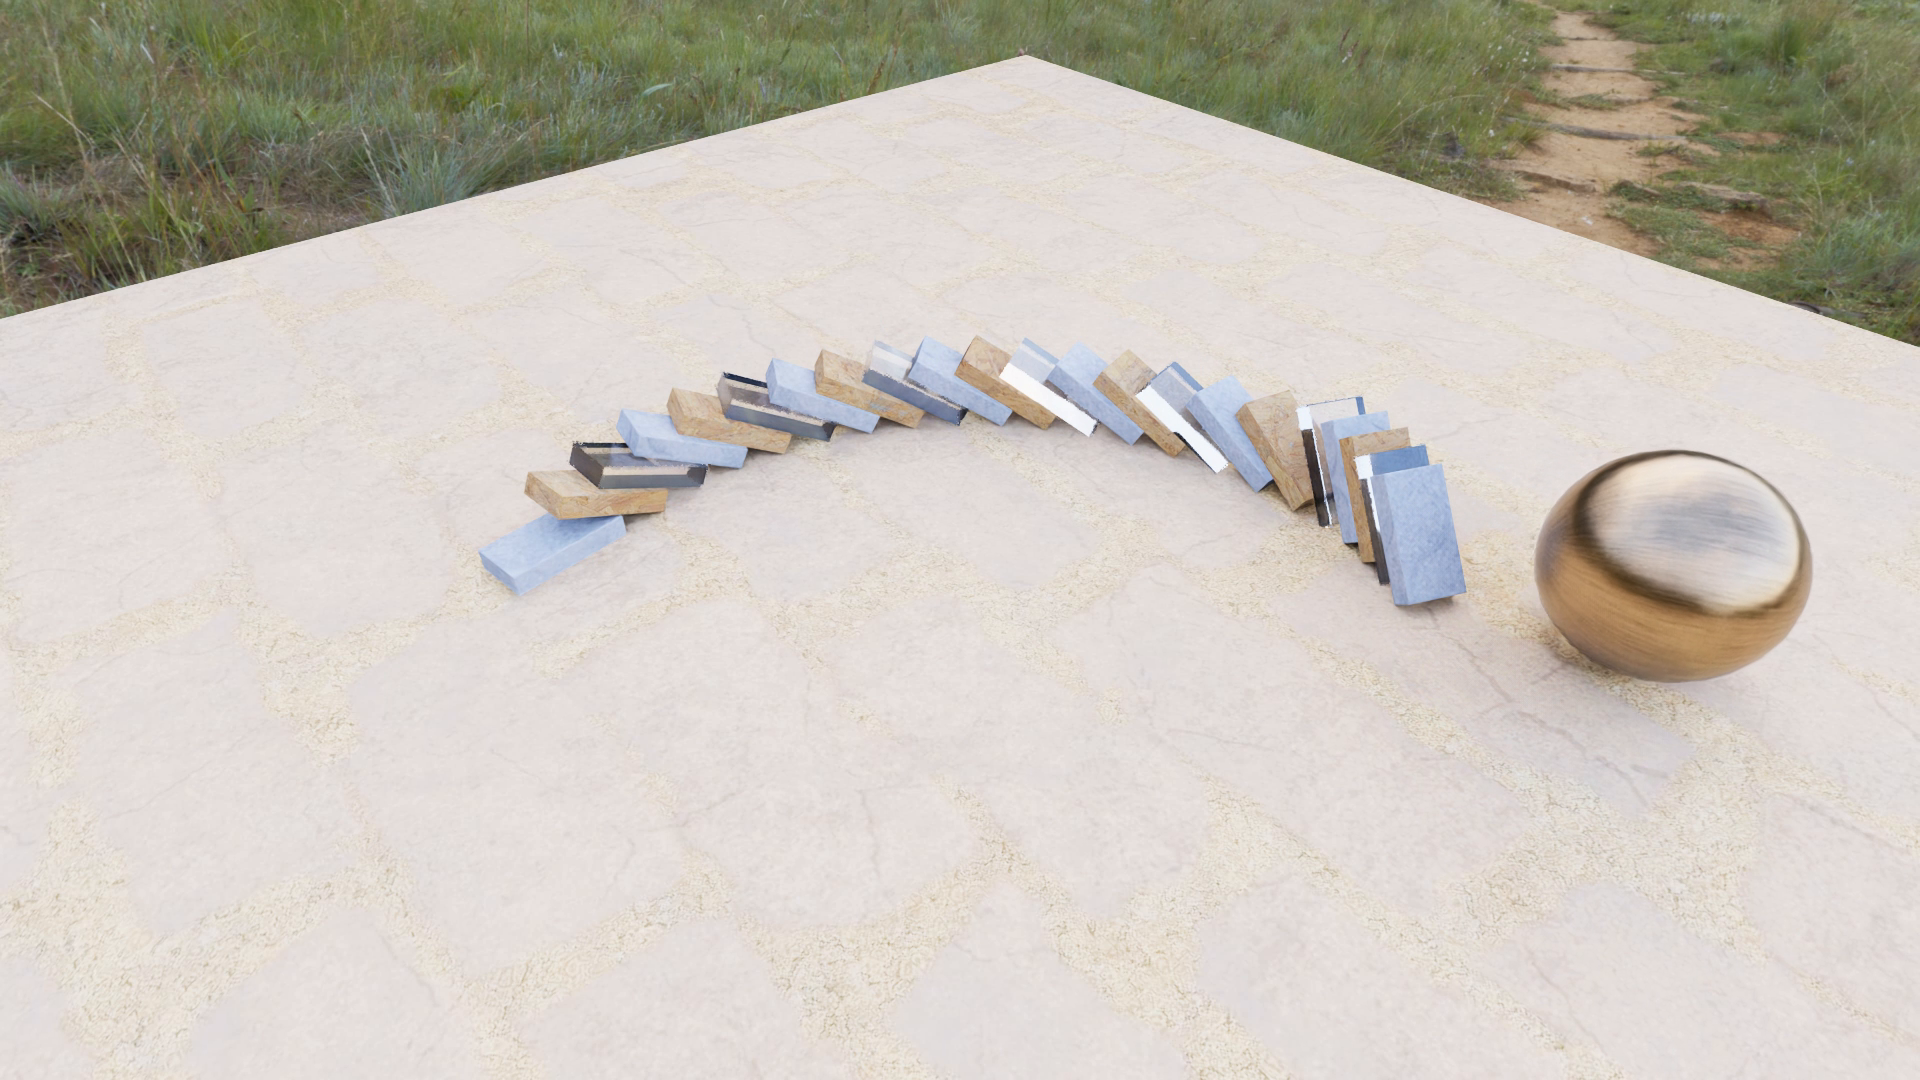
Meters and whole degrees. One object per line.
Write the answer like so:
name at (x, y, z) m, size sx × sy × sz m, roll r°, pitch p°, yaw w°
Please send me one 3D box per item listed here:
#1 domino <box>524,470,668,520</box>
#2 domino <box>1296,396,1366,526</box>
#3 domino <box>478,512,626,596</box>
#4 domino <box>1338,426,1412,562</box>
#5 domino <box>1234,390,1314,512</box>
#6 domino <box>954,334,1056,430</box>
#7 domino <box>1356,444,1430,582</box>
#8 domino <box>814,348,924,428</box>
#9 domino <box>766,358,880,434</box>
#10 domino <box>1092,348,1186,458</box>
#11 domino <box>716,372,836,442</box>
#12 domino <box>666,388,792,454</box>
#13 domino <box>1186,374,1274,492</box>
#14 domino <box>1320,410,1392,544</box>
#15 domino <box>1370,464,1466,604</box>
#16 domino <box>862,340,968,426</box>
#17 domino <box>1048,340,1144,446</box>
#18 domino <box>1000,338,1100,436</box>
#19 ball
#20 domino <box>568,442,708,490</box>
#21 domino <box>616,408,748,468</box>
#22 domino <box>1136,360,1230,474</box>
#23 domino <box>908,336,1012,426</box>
domino at (-0.148, -0.020, 0.451) m, size 0.025 × 0.009 × 0.050 m, roll 30°, pitch 22°, yaw 31°
domino at (0.158, -0.033, 0.456) m, size 0.025 × 0.050 × 0.009 m, roll -10°, pitch -1°, yaw -12°
domino at (-0.163, 0.001, 0.442) m, size 0.025 × 0.009 × 0.050 m, roll 28°, pitch 47°, yaw 30°
domino at (0.169, -0.018, 0.438) m, size 0.025 × 0.050 × 0.010 m, roll -10°, pitch -1°, yaw -12°
domino at (0.142, -0.039, 0.473) m, size 0.025 × 0.010 × 0.050 m, roll -18°, pitch 70°, yaw -23°
domino at (0.024, -0.074, 0.517) m, size 0.050 × 0.009 × 0.025 m, roll 30°, pitch 41°, yaw -7°
domino at (0.173, -0.010, 0.429) m, size 0.025 × 0.050 × 0.009 m, roll -10°, pitch -1°, yaw -12°
domino at (-0.042, -0.070, 0.512) m, size 0.050 × 0.010 × 0.025 m, roll 18°, pitch 34°, yaw -22°
domino at (-0.063, -0.067, 0.507) m, size 0.050 × 0.010 × 0.025 m, roll 15°, pitch 32°, yaw -26°
domino at (0.087, -0.063, 0.503) m, size 0.050 × 0.010 × 0.025 m, roll 43°, pitch 50°, yaw 6°
domino at (-0.084, -0.060, 0.500) m, size 0.050 × 0.009 × 0.025 m, roll 11°, pitch 32°, yaw -30°
domino at (-0.103, -0.053, 0.491) m, size 0.050 × 0.009 × 0.025 m, roll 9°, pitch 31°, yaw -34°
domino at (0.125, -0.047, 0.484) m, size 0.025 × 0.009 × 0.050 m, roll -28°, pitch 74°, yaw -29°
domino at (0.165, -0.026, 0.448) m, size 0.025 × 0.050 × 0.009 m, roll -10°, pitch -1°, yaw -12°
domino at (0.175, -0.002, 0.419) m, size 0.025 × 0.050 × 0.009 m, roll -10°, pitch -1°, yaw -12°
domino at (-0.020, -0.074, 0.516) m, size 0.050 × 0.010 × 0.025 m, roll 23°, pitch 36°, yaw -16°
domino at (0.067, -0.068, 0.509) m, size 0.050 × 0.010 × 0.025 m, roll 39°, pitch 47°, yaw 2°
domino at (0.045, -0.072, 0.514) m, size 0.050 × 0.010 × 0.025 m, roll 33°, pitch 43°, yaw -3°
ball at (0.242, 0.009, 0.377) m, size 0.080 × 0.080 × 0.080 m, roll 0°, pitch 39°, yaw 0°
domino at (-0.136, -0.032, 0.466) m, size 0.025 × 0.010 × 0.050 m, roll 34°, pitch 24°, yaw 34°
domino at (-0.121, -0.044, 0.480) m, size 0.050 × 0.010 × 0.025 m, roll 5°, pitch 29°, yaw -40°
domino at (0.106, -0.055, 0.494) m, size 0.050 × 0.009 × 0.025 m, roll 46°, pitch 53°, yaw 8°
domino at (0.002, -0.075, 0.518) m, size 0.050 × 0.009 × 0.025 m, roll 27°, pitch 39°, yaw -11°
